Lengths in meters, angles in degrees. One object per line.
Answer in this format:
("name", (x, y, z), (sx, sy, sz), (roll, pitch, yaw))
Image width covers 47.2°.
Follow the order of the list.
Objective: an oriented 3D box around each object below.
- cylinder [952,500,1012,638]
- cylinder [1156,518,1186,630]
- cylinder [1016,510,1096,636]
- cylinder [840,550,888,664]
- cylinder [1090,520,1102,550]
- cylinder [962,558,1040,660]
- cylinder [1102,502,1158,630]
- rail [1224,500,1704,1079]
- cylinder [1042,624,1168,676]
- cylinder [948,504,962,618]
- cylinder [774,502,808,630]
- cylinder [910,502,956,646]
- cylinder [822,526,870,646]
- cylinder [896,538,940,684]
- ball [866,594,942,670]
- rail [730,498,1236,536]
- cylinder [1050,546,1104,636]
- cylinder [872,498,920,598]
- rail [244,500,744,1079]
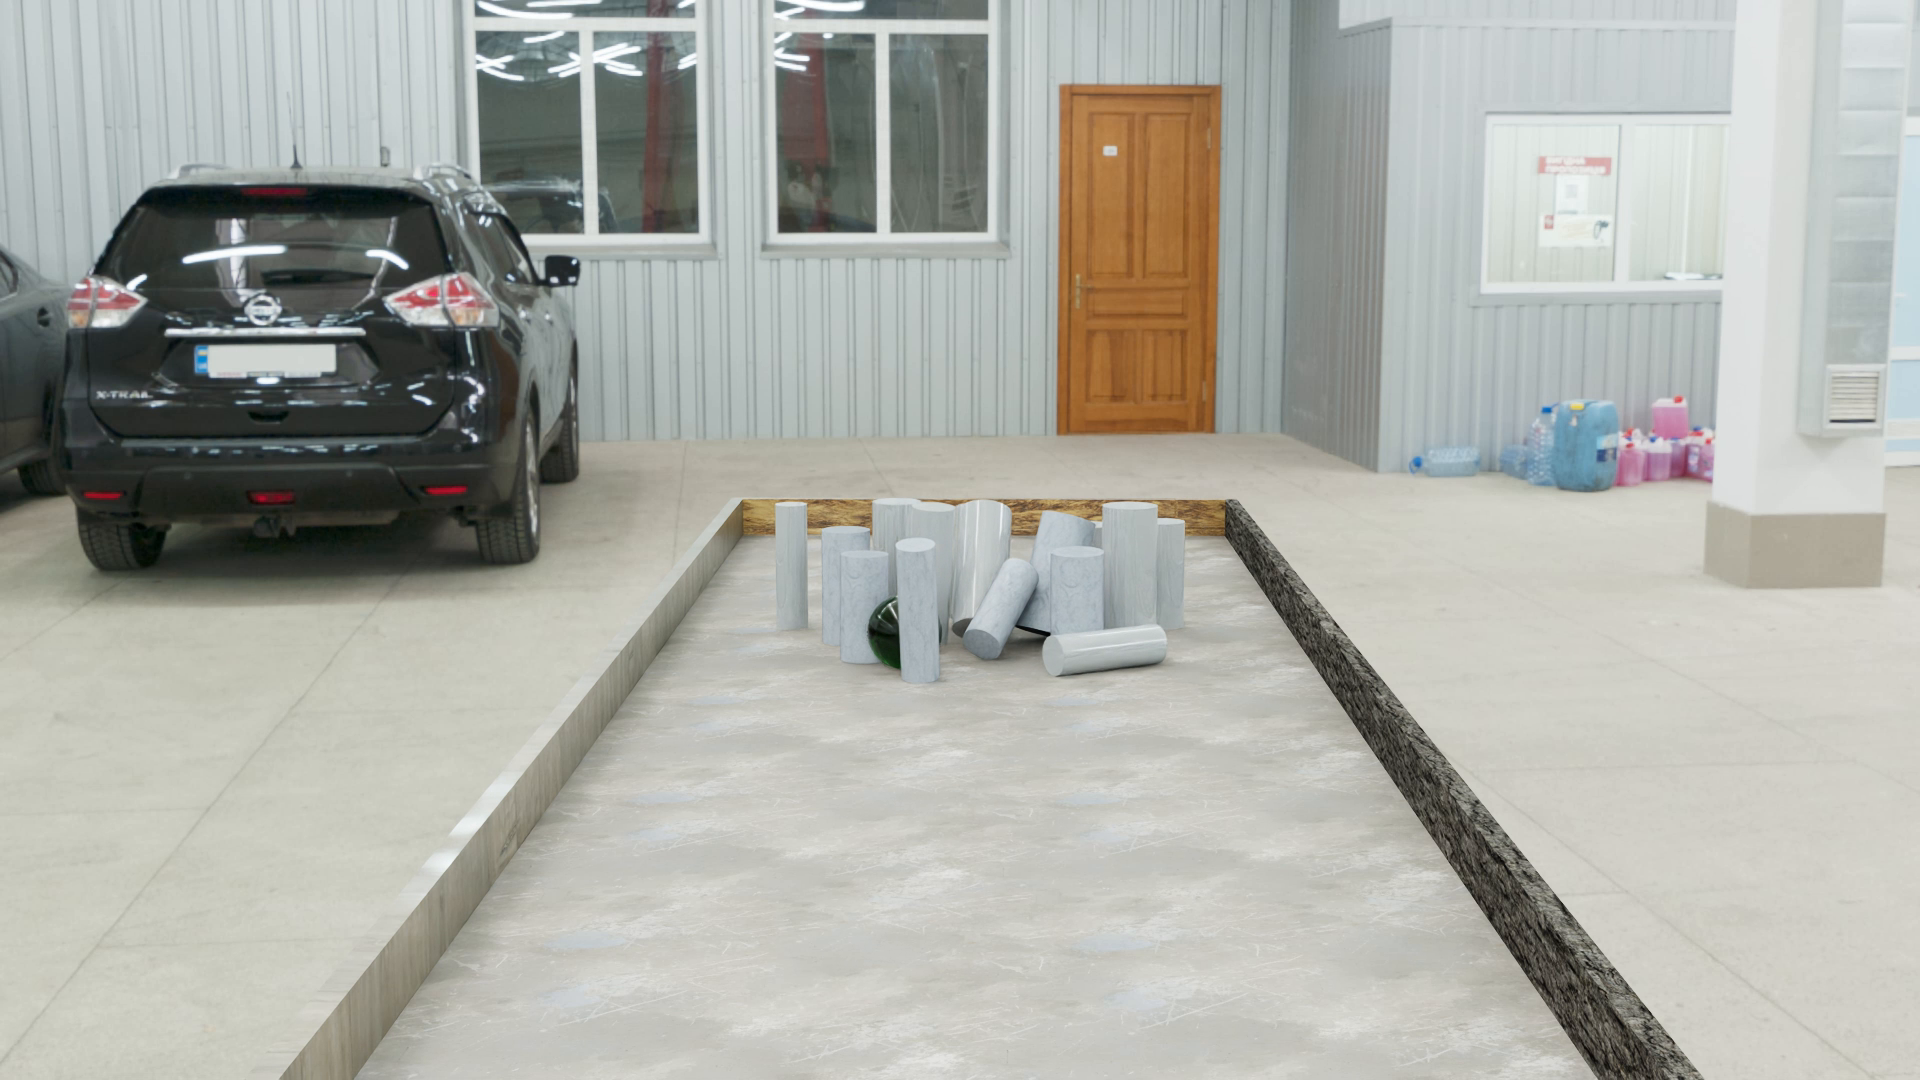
("cylinder", (0.071, 0.096, 7.000), (0.174, 0.418, 0.174), (3, -28, 1))
("cylinder", (0.664, 0.110, 7.206), (0.141, 0.347, 0.141), (0, 9, 0))
("cylinder", (0.301, 0.112, 6.981), (0.176, 0.376, 0.176), (14, -7, 2))
("cylinder", (-0.291, 0.202, 6.689), (0.146, 0.324, 0.146), (1, 8, 0))
("cylinder", (0.402, 0.117, 7.189), (0.173, 0.339, 0.173), (0, 9, 0))
("cylinder", (0.128, 0.211, 6.782), (0.126, 0.126, 0.326), (4, 42, 26))
("cylinder", (0.532, 0.110, 6.907), (0.173, 0.441, 0.173), (0, 9, 0))
("rail", (1.046, 0.843, 3.208), (0.050, 0.150, 12.000), (0, 9, 1))
("cylinder", (0.434, 0.327, 6.560), (0.366, 0.120, 0.120), (-5, 10, -29))
("cylinder", (0.058, 0.076, 7.237), (0.175, 0.366, 0.175), (4, -12, 1))
("cylinder", (-0.550, 0.083, 7.192), (0.104, 0.405, 0.104), (0, 9, 0))
("cylinder", (-0.095, 0.108, 6.901), (0.136, 0.436, 0.136), (3, 13, -1))
("cylinder", (-0.360, 0.144, 6.952), (0.154, 0.359, 0.154), (0, 9, 0))
("cylinder", (-0.122, 0.205, 6.363), (0.114, 0.409, 0.114), (-2, 21, 1))
("ball", (-0.165, 0.274, 6.563), (0.225, 0.225, 0.225), (0, 9, 0))
("rail", (0.099, -0.098, 9.147), (2.100, 0.150, 0.050), (0, 9, 1))
("cylinder", (0.356, 0.198, 6.667), (0.162, 0.334, 0.162), (0, 12, 0))
("cylinder", (-0.206, 0.079, 7.190), (0.159, 0.414, 0.159), (0, 9, 0))
("rail", (-1.004, 0.839, 3.234), (0.050, 0.150, 12.000), (0, 9, 1))
